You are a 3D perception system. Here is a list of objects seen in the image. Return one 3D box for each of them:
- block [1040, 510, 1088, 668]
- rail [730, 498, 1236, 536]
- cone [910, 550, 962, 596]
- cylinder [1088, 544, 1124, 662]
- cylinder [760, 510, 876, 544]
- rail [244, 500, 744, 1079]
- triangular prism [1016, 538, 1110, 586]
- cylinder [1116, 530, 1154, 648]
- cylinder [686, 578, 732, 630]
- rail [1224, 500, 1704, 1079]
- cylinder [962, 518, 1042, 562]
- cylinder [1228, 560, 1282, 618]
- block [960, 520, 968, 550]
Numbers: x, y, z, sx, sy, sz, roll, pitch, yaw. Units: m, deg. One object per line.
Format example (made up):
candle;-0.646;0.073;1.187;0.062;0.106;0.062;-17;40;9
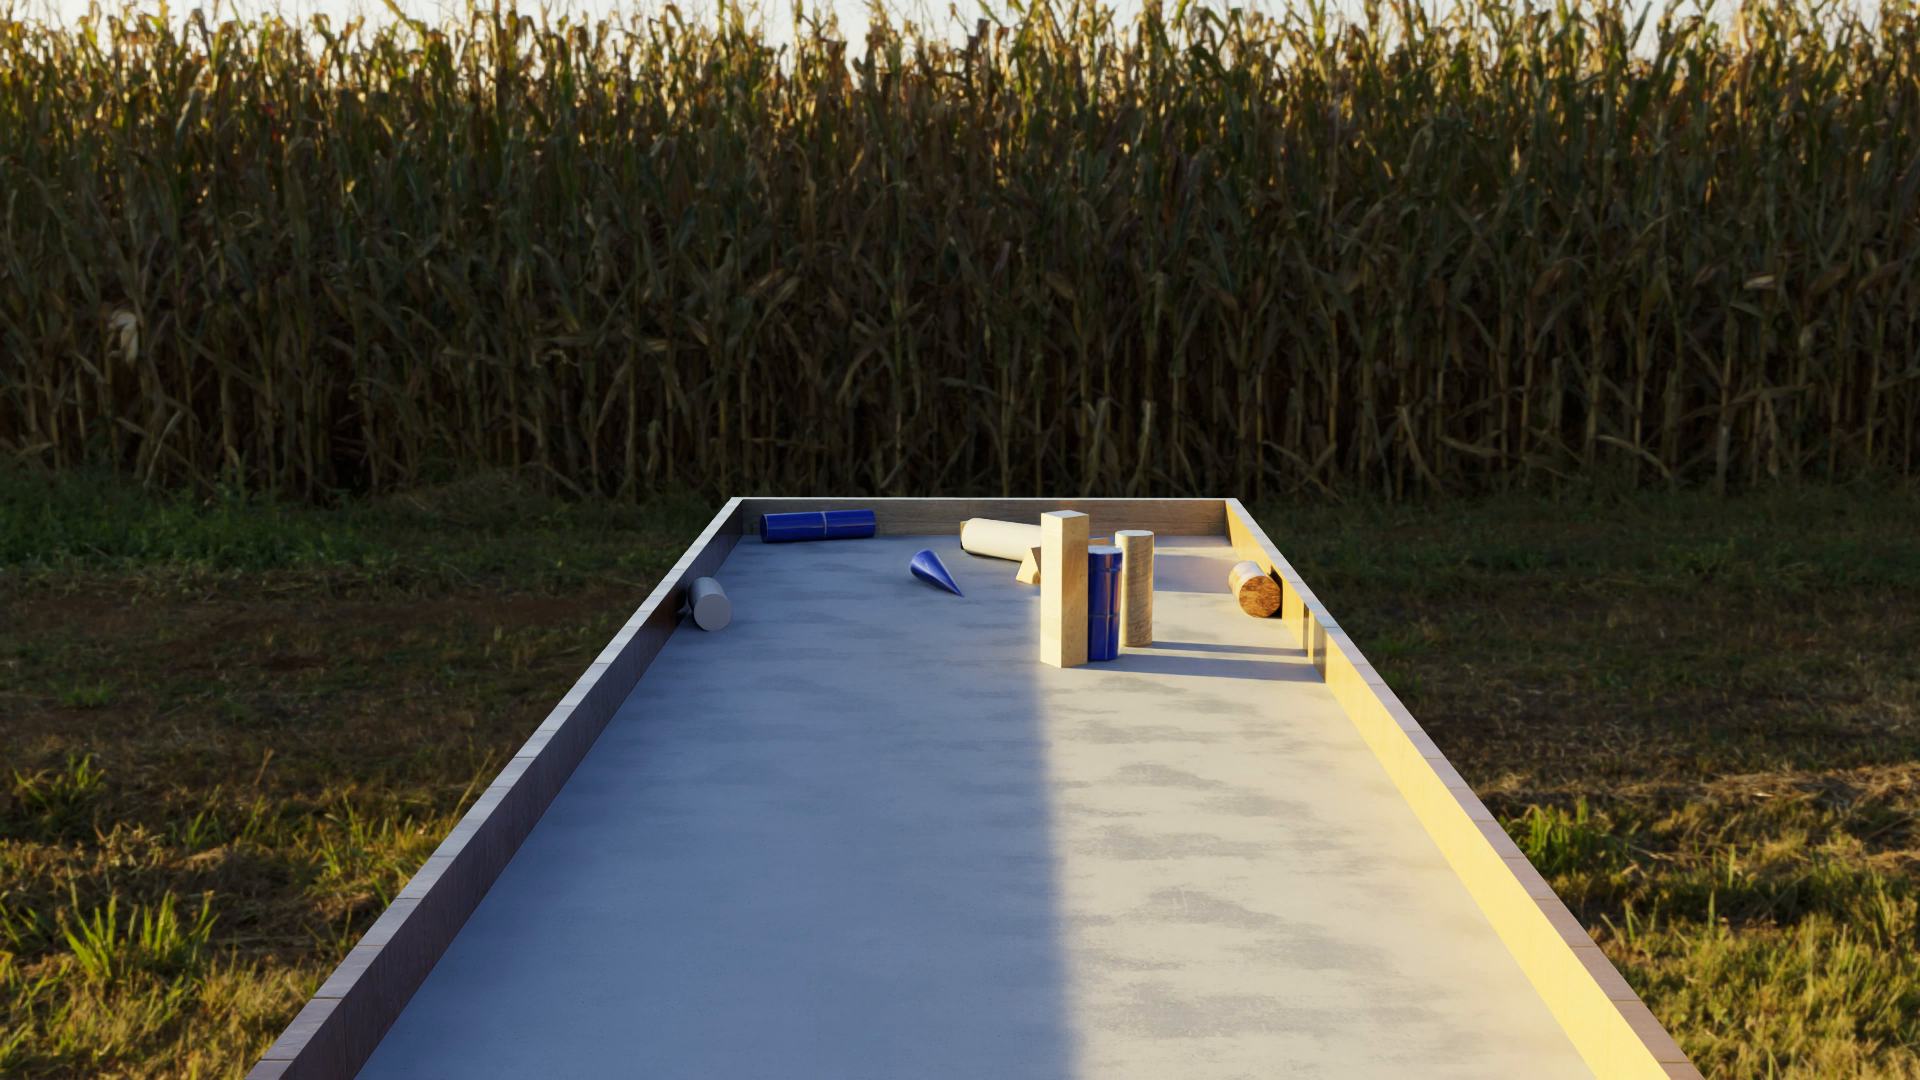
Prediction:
block;0.315;0.147;6.615;0.101;0.456;0.101;-7;13;-34
rail;0.099;-0.098;9.147;2.100;0.150;0.050;0;9;1
cone;-0.056;0.147;7.896;0.116;0.116;0.375;-4;19;-23
cylinder;0.418;0.192;6.717;0.147;0.333;0.147;2;10;0
cylinder;-0.582;-0.057;8.999;0.458;0.117;0.117;-3;10;-20
rail;-1.004;0.839;3.234;0.050;0.150;12.000;0;9;1
triangular prism;0.403;0.072;8.118;0.386;0.130;0.150;-7;11;-38
cylinder;0.546;0.153;6.916;0.120;0.354;0.120;0;9;0
cylinder;-0.833;0.210;7.292;0.123;0.123;0.322;-2;9;-11
rail;1.046;0.843;3.208;0.050;0.150;12.000;0;9;1
cylinder;0.203;0.006;8.501;0.389;0.147;0.147;8;12;40
cylinder;1.005;0.167;7.505;0.142;0.142;0.308;0;9;0
block;0.209;-0.001;8.667;0.449;0.110;0.110;8;12;40
